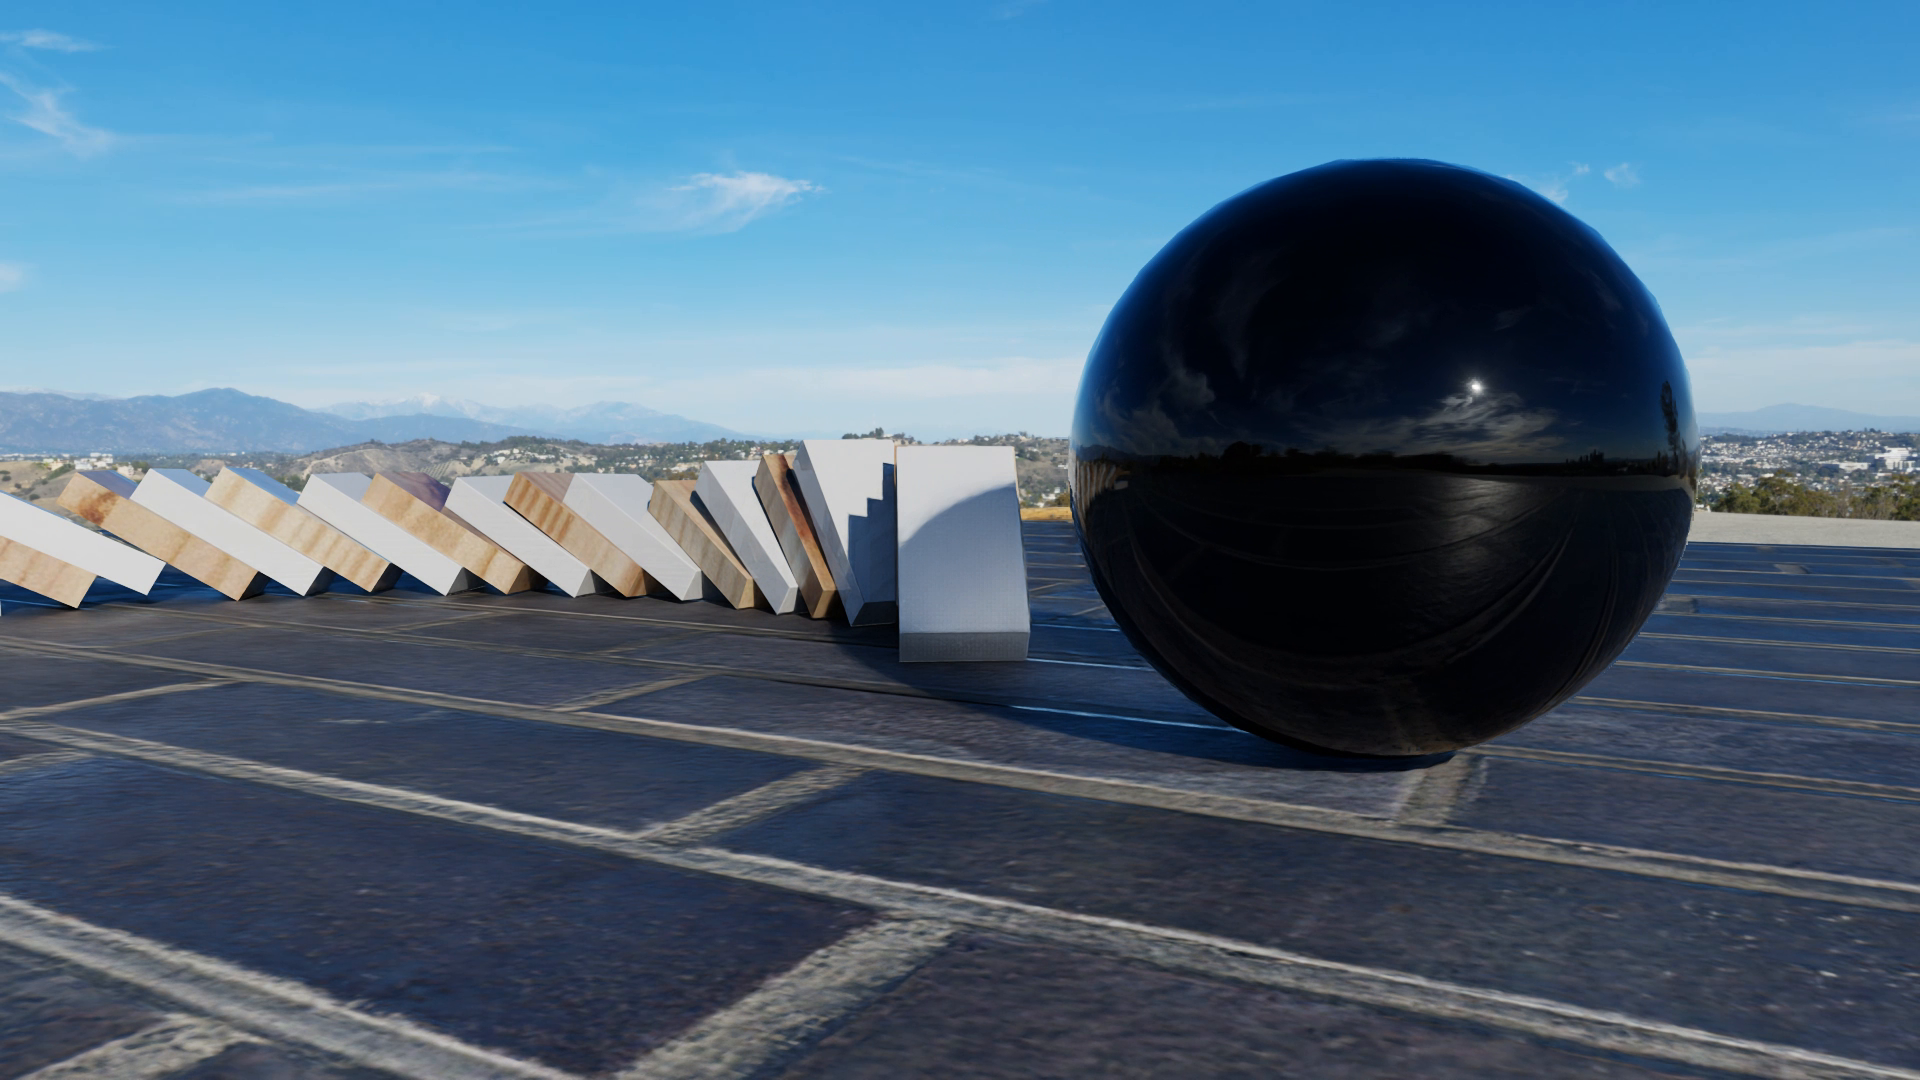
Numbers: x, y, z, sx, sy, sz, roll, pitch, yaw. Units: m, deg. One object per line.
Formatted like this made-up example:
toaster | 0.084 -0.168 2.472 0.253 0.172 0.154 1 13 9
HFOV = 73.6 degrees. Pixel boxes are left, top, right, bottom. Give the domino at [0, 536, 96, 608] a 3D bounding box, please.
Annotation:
domino | -0.249 0.001 0.326 0.050 0.010 0.025 32 -16 -31

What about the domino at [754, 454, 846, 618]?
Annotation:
domino | -0.033 -0.002 0.328 0.025 0.010 0.050 -1 44 -31

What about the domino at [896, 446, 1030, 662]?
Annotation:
domino | 0.000 0.002 0.264 0.025 0.009 0.050 0 49 -3

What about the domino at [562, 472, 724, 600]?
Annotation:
domino | -0.085 -0.002 0.360 0.050 0.009 0.025 35 17 22

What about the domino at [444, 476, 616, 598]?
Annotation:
domino | -0.121 -0.002 0.372 0.050 0.009 0.025 32 14 14

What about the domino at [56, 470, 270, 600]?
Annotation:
domino | -0.217 -0.002 0.354 0.050 0.010 0.025 33 -4 -15

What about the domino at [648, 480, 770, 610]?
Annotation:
domino | -0.062 0.000 0.350 0.025 0.009 0.050 -4 35 -44

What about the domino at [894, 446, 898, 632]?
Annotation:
domino | -0.003 -0.001 0.305 0.025 0.010 0.050 0 49 -4

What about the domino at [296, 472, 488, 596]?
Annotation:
domino | -0.162 -0.002 0.372 0.050 0.009 0.025 31 6 2

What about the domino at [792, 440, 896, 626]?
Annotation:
domino | -0.021 -0.003 0.315 0.025 0.050 0.009 -3 -37 -31

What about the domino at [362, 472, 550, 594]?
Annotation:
domino | -0.144 -0.003 0.372 0.050 0.009 0.025 32 6 4

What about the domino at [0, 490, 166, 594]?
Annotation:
domino | -0.237 -0.001 0.337 0.050 0.010 0.025 31 -15 -28

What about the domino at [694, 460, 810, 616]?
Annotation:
domino | -0.047 -0.002 0.338 0.025 0.010 0.050 -4 43 -41

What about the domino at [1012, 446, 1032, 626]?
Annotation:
domino | 0.001 0.001 0.278 0.025 0.009 0.050 0 49 -3

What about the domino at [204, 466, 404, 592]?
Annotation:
domino | -0.185 -0.003 0.366 0.050 0.009 0.025 33 -4 -9

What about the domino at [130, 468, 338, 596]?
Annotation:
domino | -0.201 -0.002 0.360 0.050 0.009 0.025 33 -4 -12

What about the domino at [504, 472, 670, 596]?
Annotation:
domino | -0.103 -0.002 0.367 0.050 0.009 0.025 34 14 18

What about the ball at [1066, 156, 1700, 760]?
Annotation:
ball | 0.055 -0.011 0.175 0.080 0.080 0.080 0 4 0
